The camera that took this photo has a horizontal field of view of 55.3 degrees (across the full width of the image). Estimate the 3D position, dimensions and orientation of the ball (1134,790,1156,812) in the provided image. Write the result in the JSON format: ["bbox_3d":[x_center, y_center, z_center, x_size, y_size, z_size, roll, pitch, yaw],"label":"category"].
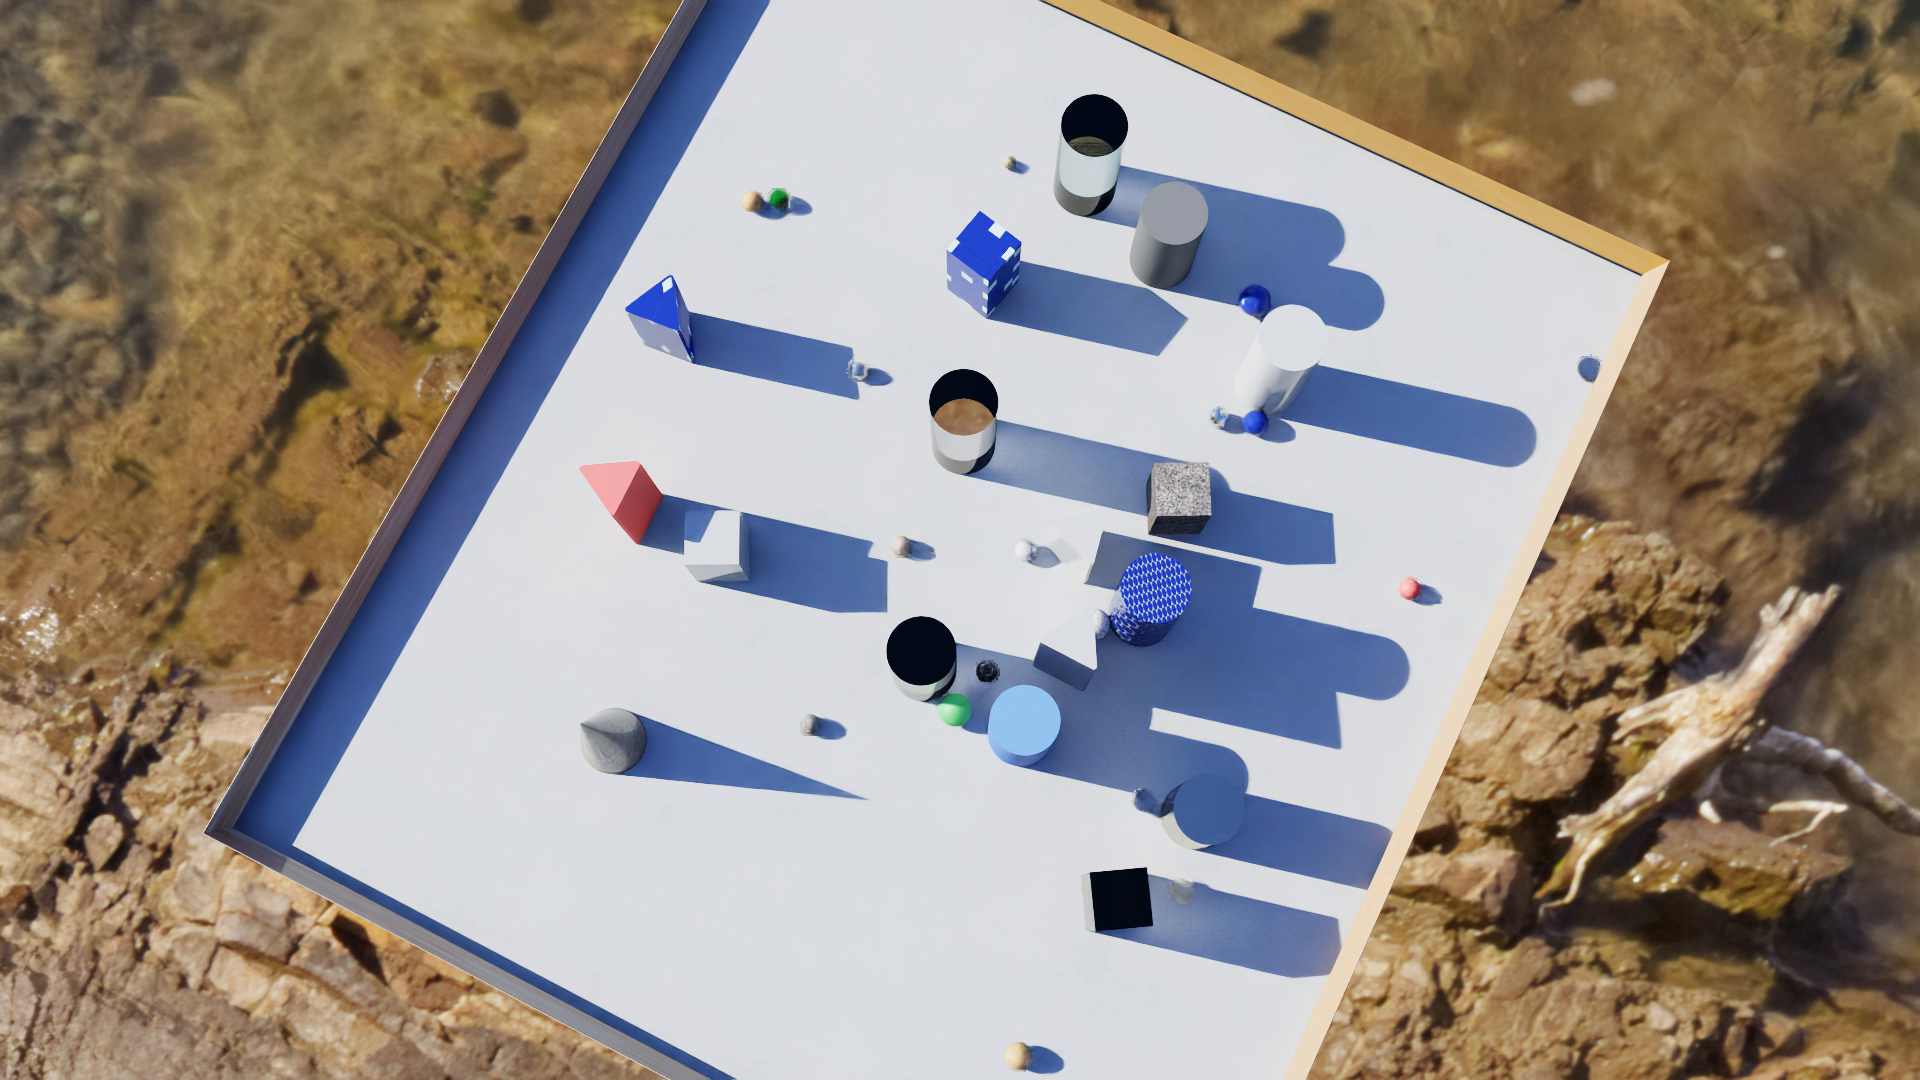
[{"bbox_3d":[0.545,0.775,5.423,0.066,0.066,0.066,0,78,0],"label":"ball"}]

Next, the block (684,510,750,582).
[{"bbox_3d":[-0.723,0.021,5.474,0.159,0.270,0.159,-1,78,0],"label":"block"}]

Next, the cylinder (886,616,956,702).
[{"bbox_3d":[-0.109,0.351,5.352,0.199,0.376,0.199,0,78,0],"label":"cylinder"}]

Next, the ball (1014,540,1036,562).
[{"bbox_3d":[0.199,0.033,5.577,0.065,0.065,0.065,0,78,0],"label":"ball"}]

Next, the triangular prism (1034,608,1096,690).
[{"bbox_3d":[0.331,0.301,5.304,0.173,0.490,0.149,27,80,5],"label":"triangular prism"}]

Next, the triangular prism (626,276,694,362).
[{"bbox_3d":[-0.884,-0.686,5.591,0.173,0.329,0.149,21,79,4],"label":"triangular prism"}]

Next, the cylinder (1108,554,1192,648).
[{"bbox_3d":[0.549,0.181,5.347,0.199,0.455,0.199,0,78,0],"label":"cylinder"}]

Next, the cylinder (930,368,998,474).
[{"bbox_3d":[0.011,-0.346,5.452,0.199,0.463,0.199,0,78,0],"label":"cylinder"}]

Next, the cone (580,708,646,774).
[{"bbox_3d":[-1.038,0.552,5.249,0.199,0.497,0.199,0,78,0],"label":"cone"}]

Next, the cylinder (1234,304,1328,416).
[{"bbox_3d":[0.956,-0.533,5.488,0.199,0.469,0.199,0,78,0],"label":"cylinder"}]

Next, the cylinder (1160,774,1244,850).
[{"bbox_3d":[0.696,0.786,5.285,0.199,0.331,0.199,0,78,0],"label":"cylinder"}]

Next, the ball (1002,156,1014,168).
[{"bbox_3d":[0.154,-1.205,5.845,0.042,0.042,0.042,0,78,0],"label":"ball"}]

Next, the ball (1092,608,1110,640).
[{"bbox_3d":[0.407,0.253,5.517,0.094,0.094,0.094,0,78,0],"label":"ball"}]

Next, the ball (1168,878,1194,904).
[{"bbox_3d":[0.649,1.028,5.366,0.073,0.073,0.073,0,78,0],"label":"ball"}]

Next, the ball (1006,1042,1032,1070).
[{"bbox_3d":[0.169,1.484,5.270,0.078,0.078,0.078,0,78,0],"label":"ball"}]

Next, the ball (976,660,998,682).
[{"bbox_3d":[0.081,0.396,5.502,0.065,0.065,0.065,0,78,0],"label":"ball"}]

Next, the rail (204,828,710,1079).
[{"bbox_3d":[-0.778,1.531,5.233,3.144,0.129,0.045,26,80,5],"label":"rail"}]

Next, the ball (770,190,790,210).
[{"bbox_3d":[-0.572,-1.080,5.809,0.061,0.061,0.061,0,78,0],"label":"ball"}]

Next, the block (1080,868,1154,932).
[{"bbox_3d":[0.442,1.023,5.210,0.159,0.381,0.159,-5,78,-1],"label":"block"}]

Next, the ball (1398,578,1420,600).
[{"bbox_3d":[1.362,0.148,5.554,0.064,0.064,0.064,0,78,0],"label":"ball"}]

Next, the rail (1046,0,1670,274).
[{"bbox_3d":[0.778,-1.517,5.864,3.144,0.129,0.045,26,80,5],"label":"rail"}]

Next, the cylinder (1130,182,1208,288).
[{"bbox_3d":[0.636,-0.929,5.612,0.199,0.385,0.199,0,78,0],"label":"cylinder"}]

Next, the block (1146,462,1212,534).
[{"bbox_3d":[0.654,-0.123,5.507,0.159,0.265,0.159,-1,78,0],"label":"block"}]

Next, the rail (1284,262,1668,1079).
[{"bbox_3d":[1.385,0.685,5.408,0.045,0.129,3.528,26,80,5],"label":"rail"}]

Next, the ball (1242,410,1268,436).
[{"bbox_3d":[0.910,-0.362,5.651,0.079,0.079,0.079,0,78,0],"label":"ball"}]

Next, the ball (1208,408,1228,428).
[{"bbox_3d":[0.797,-0.379,5.663,0.062,0.062,0.062,0,78,0],"label":"ball"}]

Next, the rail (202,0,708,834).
[{"bbox_3d":[-1.385,-0.671,5.688,0.045,0.129,3.528,26,80,5],"label":"rail"}]

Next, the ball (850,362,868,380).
[{"bbox_3d":[-0.314,-0.526,5.695,0.059,0.059,0.059,0,78,0],"label":"ball"}]

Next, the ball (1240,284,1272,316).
[{"bbox_3d":[0.923,-0.747,5.720,0.100,0.100,0.100,0,78,0],"label":"ball"}]

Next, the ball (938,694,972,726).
[{"bbox_3d":[-0.016,0.506,5.461,0.099,0.099,0.099,0,78,0],"label":"ball"}]

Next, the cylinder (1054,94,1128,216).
[{"bbox_3d":[0.396,-1.174,5.623,0.199,0.464,0.199,0,78,0],"label":"cylinder"}]

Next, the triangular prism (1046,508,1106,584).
[{"bbox_3d":[0.373,-0.010,5.458,0.149,0.315,0.173,-44,82,-8],"label":"triangular prism"}]

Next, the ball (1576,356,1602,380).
[{"bbox_3d":[1.954,-0.532,5.690,0.073,0.073,0.073,0,78,0],"label":"ball"}]

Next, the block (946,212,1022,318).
[{"bbox_3d":[0.071,-0.839,5.615,0.159,0.343,0.159,38,81,7],"label":"block"}]

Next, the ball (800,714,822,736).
[{"bbox_3d":[-0.446,0.551,5.471,0.062,0.062,0.062,0,78,0],"label":"ball"}]

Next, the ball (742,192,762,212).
[{"bbox_3d":[-0.658,-1.070,5.805,0.066,0.066,0.066,0,78,0],"label":"ball"}]

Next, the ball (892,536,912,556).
[{"bbox_3d":[-0.179,0.017,5.581,0.063,0.063,0.063,0,78,0],"label":"ball"}]

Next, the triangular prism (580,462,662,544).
[{"bbox_3d":[-0.976,-0.140,5.434,0.149,0.414,0.173,-35,80,-7],"label":"triangular prism"}]

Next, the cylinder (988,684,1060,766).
[{"bbox_3d":[0.182,0.542,5.315,0.199,0.371,0.199,0,78,0],"label":"cylinder"}]
